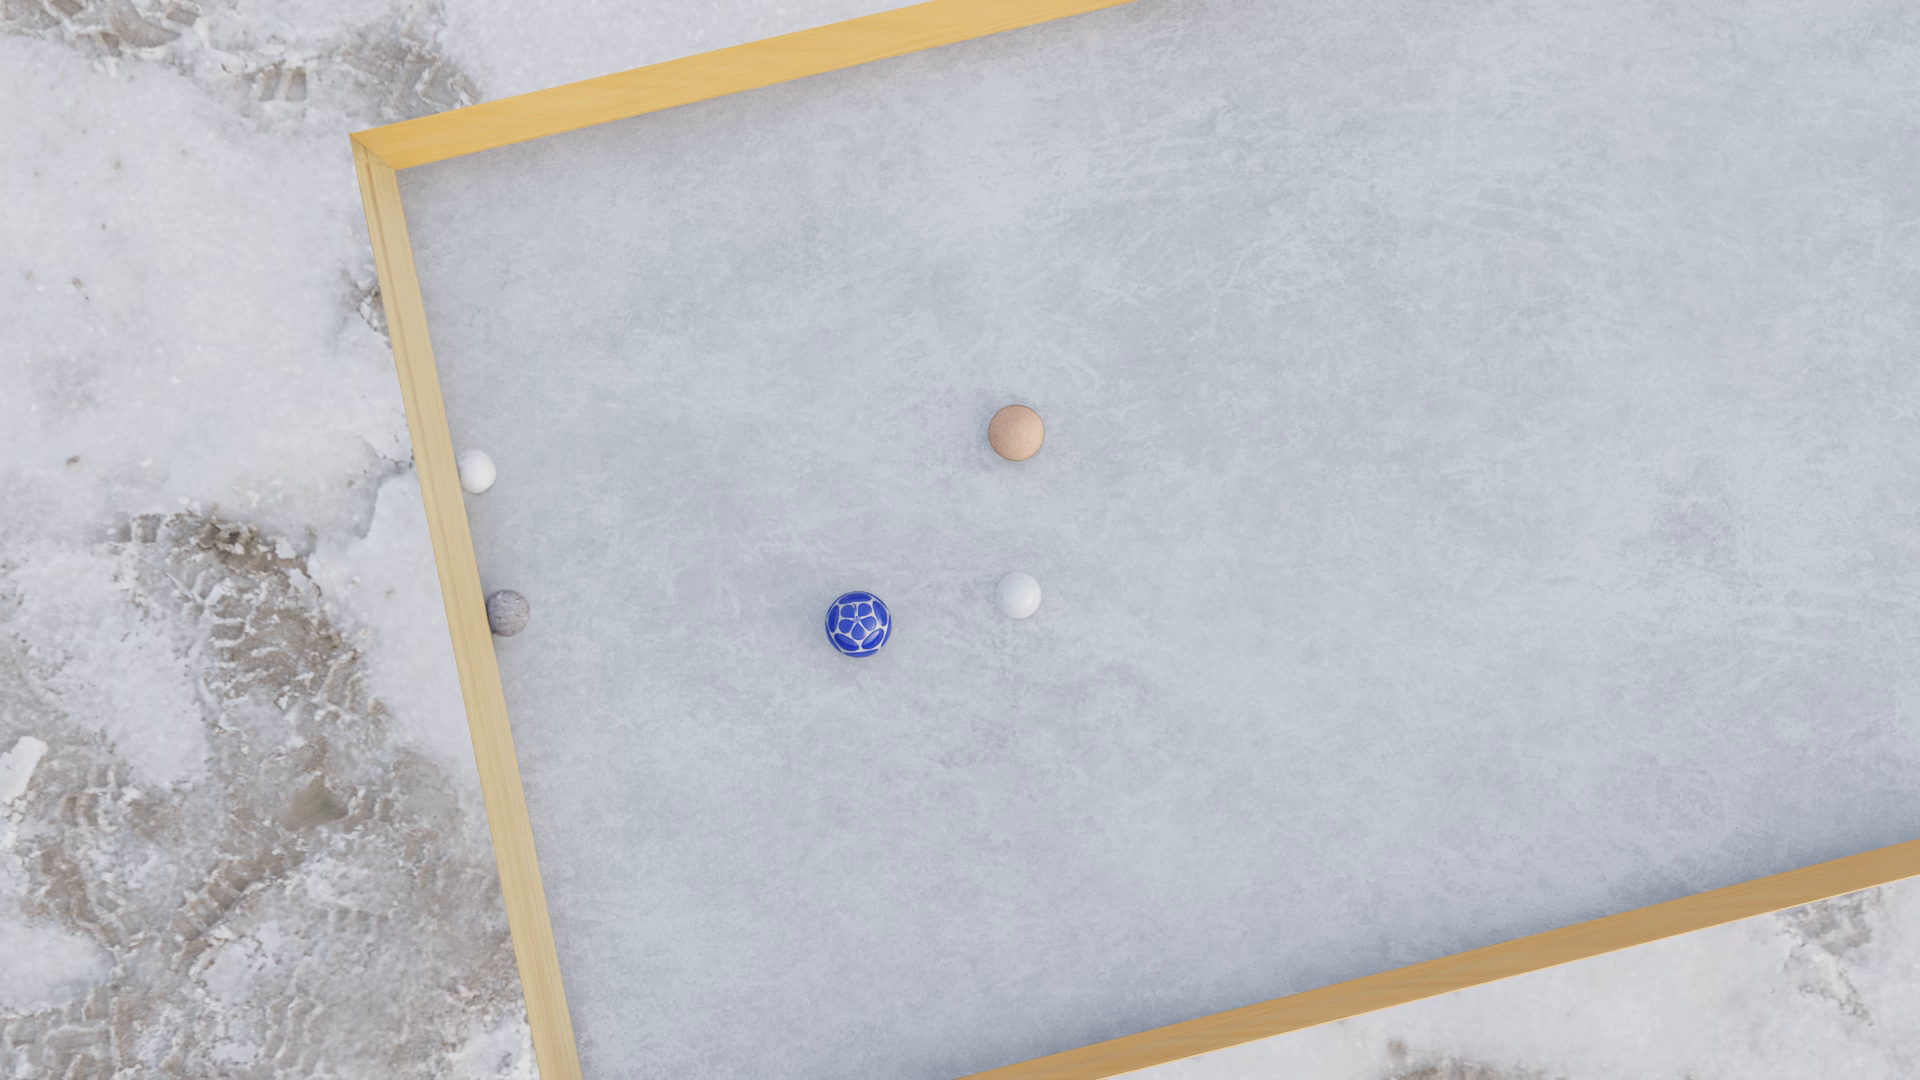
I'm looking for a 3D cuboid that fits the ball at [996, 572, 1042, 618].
[{"bbox_3d":[0.087,0.082,3.272,0.069,0.069,0.069,0,80,0],"label":"ball"}]

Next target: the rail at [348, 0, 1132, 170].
[{"bbox_3d":[0.545,-0.924,3.421,2.999,0.130,0.045,-13,80,-2],"label":"rail"}]

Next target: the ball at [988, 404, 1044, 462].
[{"bbox_3d":[0.085,-0.161,3.307,0.086,0.086,0.086,0,80,0],"label":"ball"}]

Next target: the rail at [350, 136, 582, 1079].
[{"bbox_3d":[-0.706,0.164,3.225,0.045,0.130,1.606,-13,80,-2],"label":"rail"}]

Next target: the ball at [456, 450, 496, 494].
[{"bbox_3d":[-0.731,-0.102,3.307,0.064,0.064,0.064,0,80,0],"label":"ball"}]

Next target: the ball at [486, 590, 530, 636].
[{"bbox_3d":[-0.673,0.109,3.267,0.069,0.069,0.069,0,80,0],"label":"ball"}]

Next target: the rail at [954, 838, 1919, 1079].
[{"bbox_3d":[0.912,0.567,3.152,2.999,0.130,0.045,-13,80,-2],"label":"rail"}]

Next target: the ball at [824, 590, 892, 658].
[{"bbox_3d":[-0.150,0.125,3.248,0.100,0.100,0.100,0,80,0],"label":"ball"}]
